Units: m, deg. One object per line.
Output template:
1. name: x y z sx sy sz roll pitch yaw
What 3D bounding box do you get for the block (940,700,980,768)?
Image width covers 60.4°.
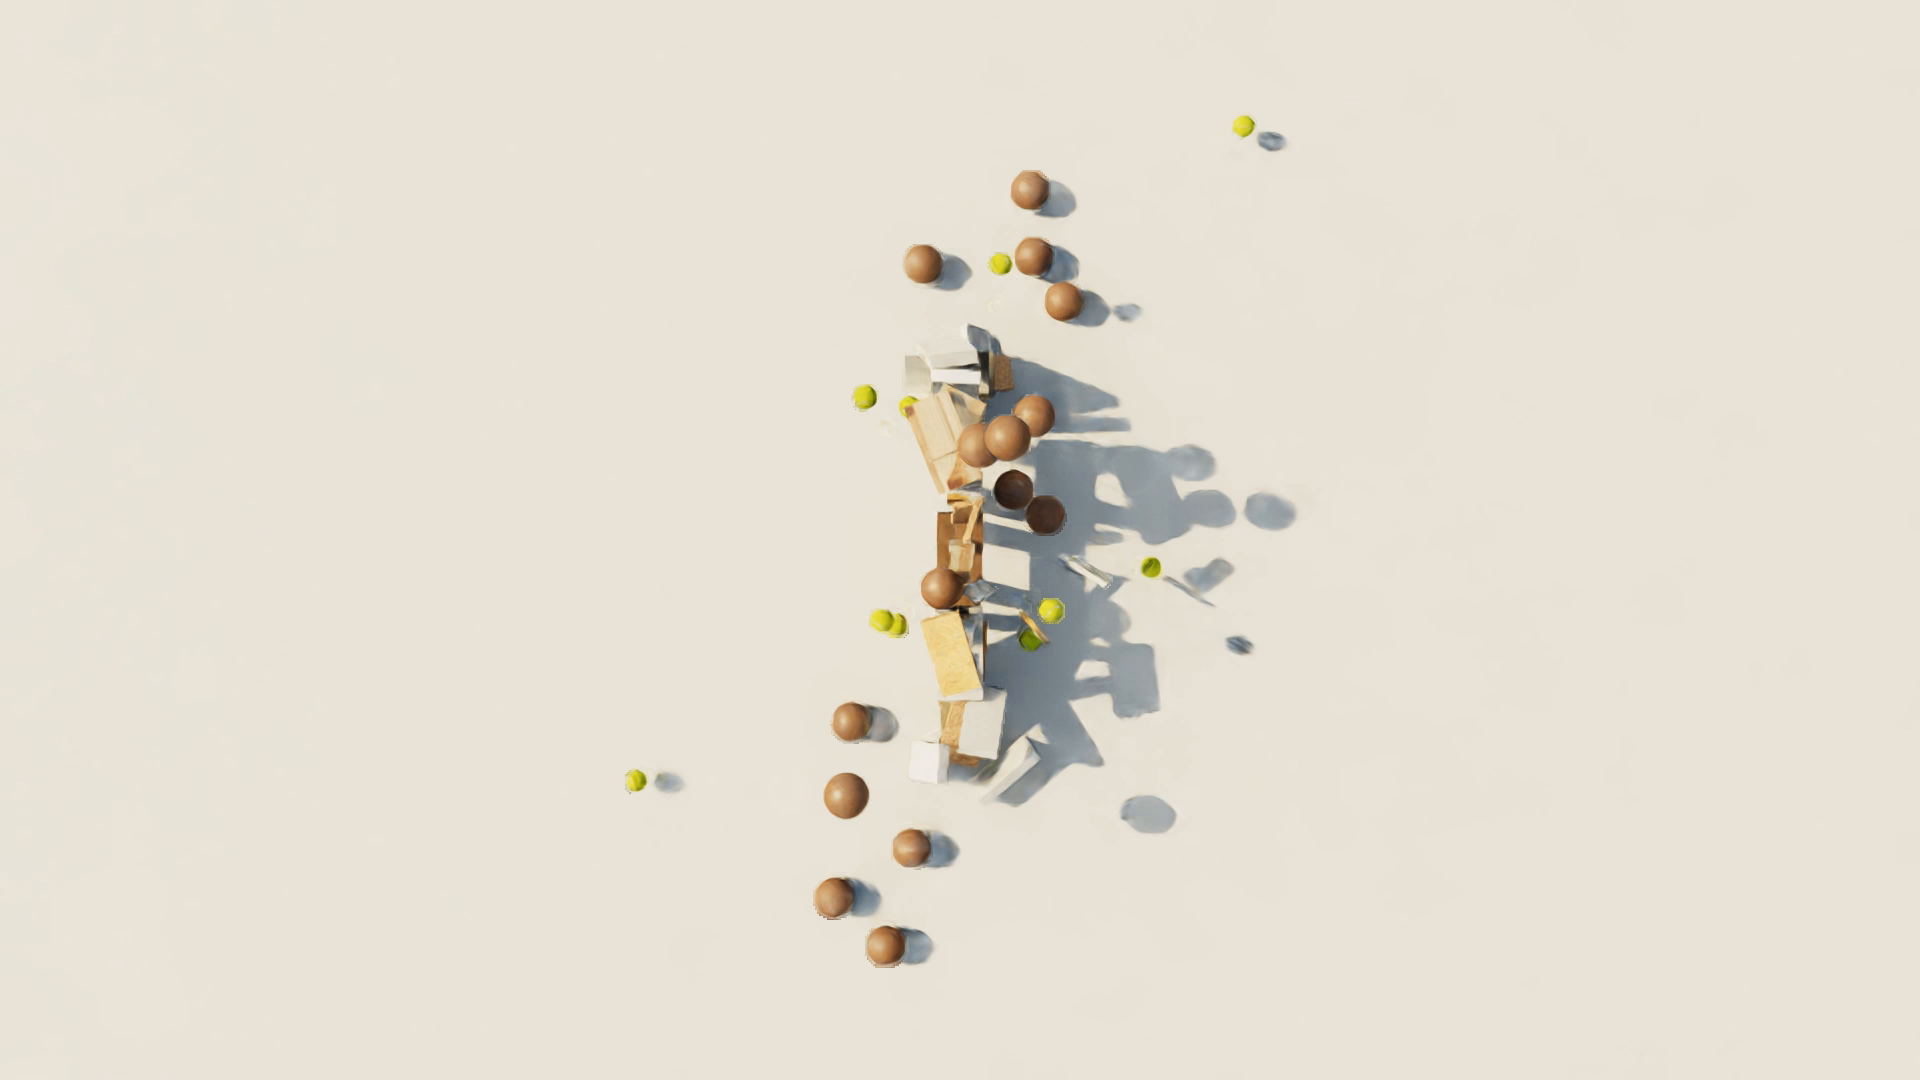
1. block: 0.020 0.621 5.402 0.136 0.039 0.272 11 123 -6

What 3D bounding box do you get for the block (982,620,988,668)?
1. block: 0.010 0.360 5.367 0.149 0.298 0.042 2 54 0

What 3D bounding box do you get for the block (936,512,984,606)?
1. block: -0.002 0.059 5.188 0.146 0.041 0.292 1 90 0

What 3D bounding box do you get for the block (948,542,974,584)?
1. block: 0.004 0.070 5.047 0.067 0.019 0.134 6 125 -3

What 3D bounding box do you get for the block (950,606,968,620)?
1. block: -0.002 0.226 5.086 0.060 0.120 0.017 0 74 1

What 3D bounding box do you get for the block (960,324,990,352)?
1. block: 0.055 -0.594 5.424 0.031 0.108 0.217 -16 71 42

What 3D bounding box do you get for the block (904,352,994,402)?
1. block: -0.035 -0.526 5.317 0.295 0.042 0.148 0 92 23

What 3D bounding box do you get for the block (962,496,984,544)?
1. block: 0.037 -0.057 4.727 0.018 0.063 0.126 20 120 4

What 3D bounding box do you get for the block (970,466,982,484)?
1. block: -0.004 -0.192 4.997 0.139 0.277 0.039 -4 90 0

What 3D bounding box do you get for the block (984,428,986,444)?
1. block: 0.000 -0.330 5.340 0.159 0.319 0.045 1 89 0

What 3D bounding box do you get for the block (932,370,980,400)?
1. block: -0.012 -0.448 5.202 0.148 0.386 0.042 2 75 1

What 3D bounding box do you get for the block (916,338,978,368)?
1. block: -0.044 -0.588 5.173 0.148 0.295 0.042 -8 106 -8

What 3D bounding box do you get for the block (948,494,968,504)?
1. block: -0.006 -0.124 5.072 0.063 0.126 0.018 2 85 0

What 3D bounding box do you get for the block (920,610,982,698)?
1. block: -0.027 0.340 4.920 0.120 0.034 0.239 -16 101 6

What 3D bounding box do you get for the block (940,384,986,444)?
1. block: -0.005 -0.381 4.995 0.139 0.277 0.039 27 75 2

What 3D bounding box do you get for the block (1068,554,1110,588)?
1. block: 0.405 0.097 5.154 0.134 0.067 0.019 33 111 4

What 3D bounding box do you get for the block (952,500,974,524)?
1. block: 0.009 -0.087 5.082 0.063 0.157 0.018 -7 74 -6

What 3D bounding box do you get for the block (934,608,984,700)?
1. block: -0.002 0.362 5.214 0.149 0.042 0.298 0 108 1

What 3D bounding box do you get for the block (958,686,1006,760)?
1. block: 0.071 0.576 5.238 0.123 0.035 0.246 9 49 2

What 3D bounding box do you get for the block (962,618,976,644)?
1. block: -0.015 0.277 5.043 0.120 0.239 0.034 7 77 2

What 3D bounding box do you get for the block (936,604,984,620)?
1. block: -0.001 0.243 5.350 0.149 0.298 0.042 2 84 0

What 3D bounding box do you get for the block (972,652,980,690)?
1. block: -0.001 0.406 5.101 0.120 0.239 0.034 2 66 1

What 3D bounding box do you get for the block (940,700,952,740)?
1. block: 0.004 0.558 5.408 0.136 0.039 0.272 2 124 0

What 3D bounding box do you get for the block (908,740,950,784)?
1. block: -0.102 0.722 5.374 0.035 0.246 0.123 5 84 -23

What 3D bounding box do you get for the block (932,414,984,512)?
1. block: -0.007 -0.246 5.158 0.159 0.045 0.319 1 90 0

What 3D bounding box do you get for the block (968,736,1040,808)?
1. block: 0.144 0.763 5.437 0.246 0.123 0.035 -41 116 0

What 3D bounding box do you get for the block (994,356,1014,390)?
1. block: 0.103 -0.546 5.401 0.031 0.217 0.108 -9 90 33

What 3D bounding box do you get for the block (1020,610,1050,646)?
1. block: 0.237 0.279 5.225 0.017 0.060 0.127 -41 75 -3

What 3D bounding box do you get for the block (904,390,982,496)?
1. block: -0.050 -0.285 4.838 0.139 0.039 0.277 -22 90 0

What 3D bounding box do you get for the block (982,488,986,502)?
1. block: 0.003 -0.146 5.340 0.159 0.319 0.045 0 91 0

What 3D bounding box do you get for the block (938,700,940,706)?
1. block: 0.001 0.448 5.389 0.136 0.272 0.039 2 46 0

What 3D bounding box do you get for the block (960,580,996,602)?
1. block: 0.056 0.157 5.088 0.060 0.120 0.017 35 116 19

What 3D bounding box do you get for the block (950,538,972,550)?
1. block: 0.001 0.016 5.099 0.067 0.134 0.019 1 98 0
